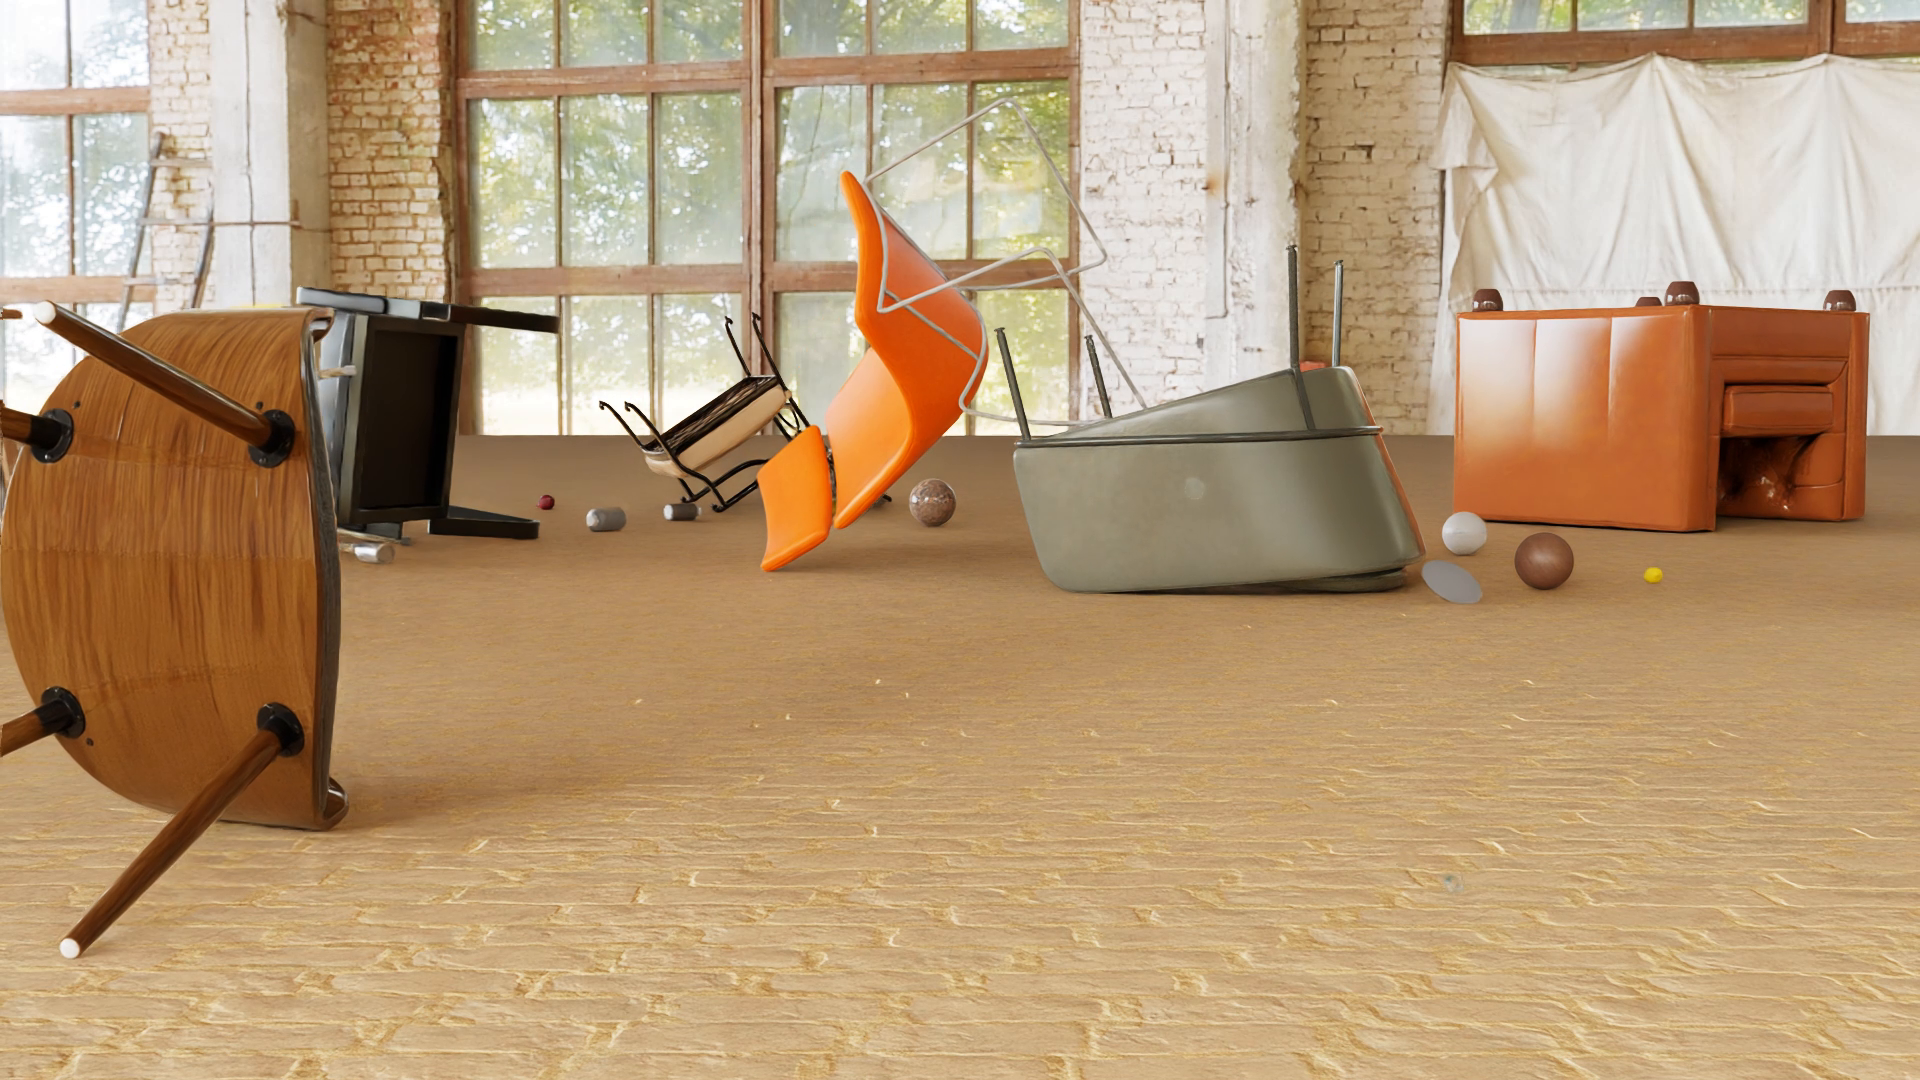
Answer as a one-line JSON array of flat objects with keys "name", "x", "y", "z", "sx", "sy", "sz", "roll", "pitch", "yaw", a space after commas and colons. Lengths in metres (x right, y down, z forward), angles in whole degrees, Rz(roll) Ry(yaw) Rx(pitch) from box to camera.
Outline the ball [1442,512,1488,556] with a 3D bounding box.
[{"name": "ball", "x": 1.362, "y": -0.018, "z": 5.934, "sx": 0.119, "sy": 0.119, "sz": 0.119, "roll": 0, "pitch": 4, "yaw": 0}]

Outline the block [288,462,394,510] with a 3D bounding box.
[{"name": "block", "x": -2.352, "y": -0.206, "z": 8.367, "sx": 0.289, "sy": 0.162, "sz": 0.261, "roll": 2, "pitch": 5, "yaw": 31}]

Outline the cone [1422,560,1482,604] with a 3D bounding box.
[{"name": "cone", "x": 1.032, "y": 0.108, "z": 4.649, "sx": 0.135, "sy": 0.085, "sz": 0.086, "roll": 33, "pitch": -23, "yaw": 16}]

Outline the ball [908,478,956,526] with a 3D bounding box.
[{"name": "ball", "x": -0.089, "y": -0.123, "z": 7.188, "sx": 0.157, "sy": 0.157, "sz": 0.157, "roll": 0, "pitch": 4, "yaw": 0}]

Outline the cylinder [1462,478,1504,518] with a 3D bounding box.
[{"name": "cylinder", "x": 1.818, "y": -0.145, "z": 7.652, "sx": 0.090, "sy": 0.153, "sz": 0.084, "roll": -3, "pitch": 36, "yaw": -39}]

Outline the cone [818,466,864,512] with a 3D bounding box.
[{"name": "cone", "x": -0.455, "y": -0.192, "z": 8.090, "sx": 0.215, "sy": 0.171, "sz": 0.133, "roll": 2, "pitch": 4, "yaw": 23}]

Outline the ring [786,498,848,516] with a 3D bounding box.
[{"name": "ring", "x": -0.509, "y": -0.118, "z": 7.819, "sx": 0.216, "sy": 0.062, "sz": 0.261, "roll": 1, "pitch": 3, "yaw": 5}]
